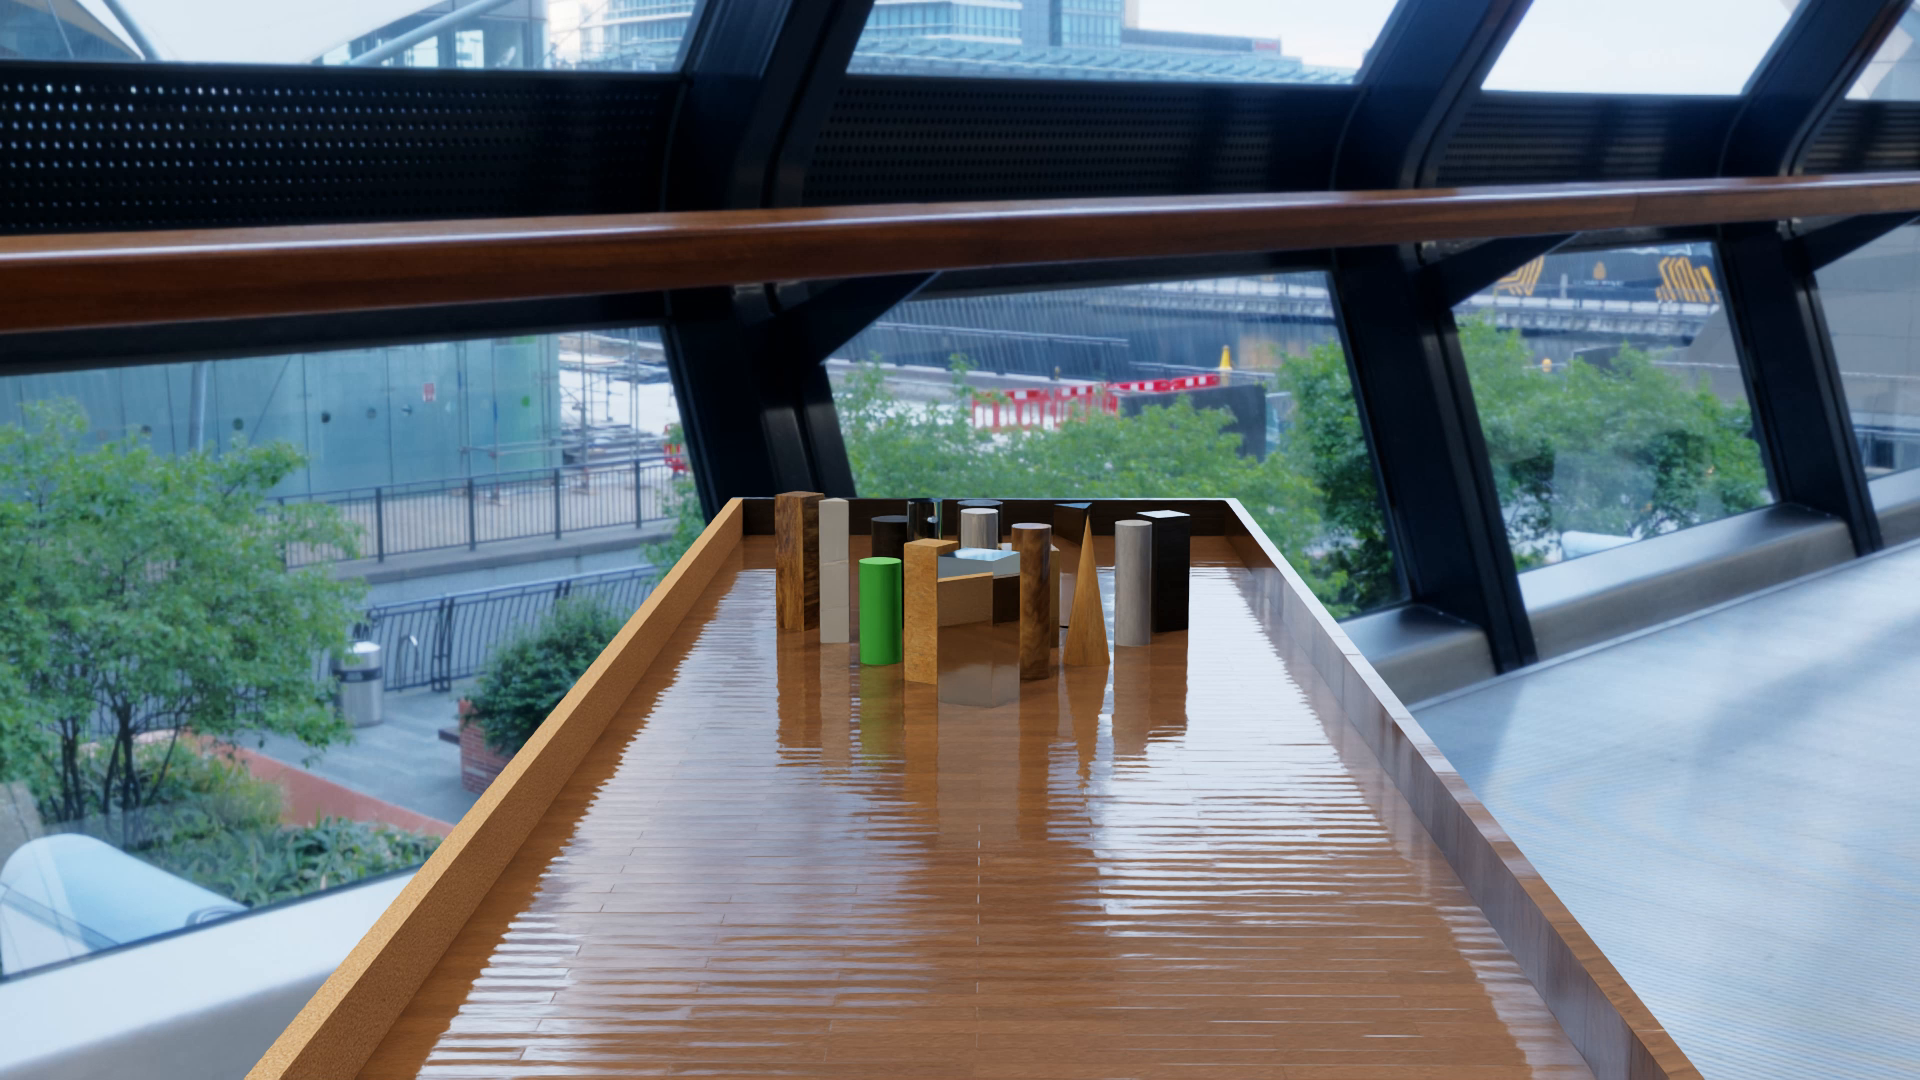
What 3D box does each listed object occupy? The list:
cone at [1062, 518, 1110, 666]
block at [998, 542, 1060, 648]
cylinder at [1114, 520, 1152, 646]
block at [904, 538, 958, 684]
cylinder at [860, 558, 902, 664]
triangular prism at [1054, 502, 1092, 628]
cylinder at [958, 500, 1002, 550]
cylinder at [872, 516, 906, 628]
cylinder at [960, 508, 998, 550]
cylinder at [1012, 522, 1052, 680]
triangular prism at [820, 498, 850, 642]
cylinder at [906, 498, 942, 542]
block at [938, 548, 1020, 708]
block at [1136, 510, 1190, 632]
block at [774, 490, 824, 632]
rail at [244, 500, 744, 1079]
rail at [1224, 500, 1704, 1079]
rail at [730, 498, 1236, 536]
[{"bbox_3d":[0.385,0.143,6.651,0.145,0.456,0.145,0,9,0],"label":"cone"},{"bbox_3d":[0.211,0.173,6.940,0.173,0.306,0.173,-1,9,-9],"label":"block"},{"bbox_3d":[0.544,0.135,6.929,0.115,0.384,0.115,0,9,0],"label":"cylinder"},{"bbox_3d":[-0.082,0.207,6.412,0.114,0.404,0.114,6,11,34],"label":"block"},{"bbox_3d":[-0.241,0.215,6.671,0.128,0.308,0.128,0,9,0],"label":"cylinder"},{"bbox_3d":[0.392,0.083,7.197,0.130,0.403,0.113,8,12,43],"label":"triangular prism"},{"bbox_3d":[0.065,0.080,7.206,0.149,0.407,0.149,0,9,0],"label":"cylinder"},{"bbox_3d":[-0.213,0.104,7.228,0.155,0.351,0.155,0,9,0],"label":"cylinder"},{"bbox_3d":[0.058,0.139,6.661,0.113,0.460,0.113,0,9,0],"label":"cylinder"},{"bbox_3d":[0.208,0.180,6.442,0.116,0.448,0.116,0,9,0],"label":"cylinder"},{"bbox_3d":[-0.393,0.095,6.965,0.093,0.452,0.081,1,9,3],"label":"triangular prism"},{"bbox_3d":[-0.110,0.102,6.907,0.113,0.458,0.113,0,9,0],"label":"cylinder"},{"bbox_3d":[0.054,0.243,6.153,0.171,0.413,0.171,5,10,27],"label":"block"},{"bbox_3d":[0.660,0.101,7.168,0.127,0.376,0.127,-5,10,-28],"label":"block"},{"bbox_3d":[-0.521,0.067,7.185,0.115,0.438,0.115,6,11,34],"label":"block"},{"bbox_3d":[-1.004,0.839,3.234,0.050,0.150,12.000,0,9,1],"label":"rail"},{"bbox_3d":[1.046,0.843,3.208,0.050,0.150,12.000,0,9,1],"label":"rail"},{"bbox_3d":[0.099,-0.098,9.147,2.100,0.150,0.050,0,9,1],"label":"rail"}]
